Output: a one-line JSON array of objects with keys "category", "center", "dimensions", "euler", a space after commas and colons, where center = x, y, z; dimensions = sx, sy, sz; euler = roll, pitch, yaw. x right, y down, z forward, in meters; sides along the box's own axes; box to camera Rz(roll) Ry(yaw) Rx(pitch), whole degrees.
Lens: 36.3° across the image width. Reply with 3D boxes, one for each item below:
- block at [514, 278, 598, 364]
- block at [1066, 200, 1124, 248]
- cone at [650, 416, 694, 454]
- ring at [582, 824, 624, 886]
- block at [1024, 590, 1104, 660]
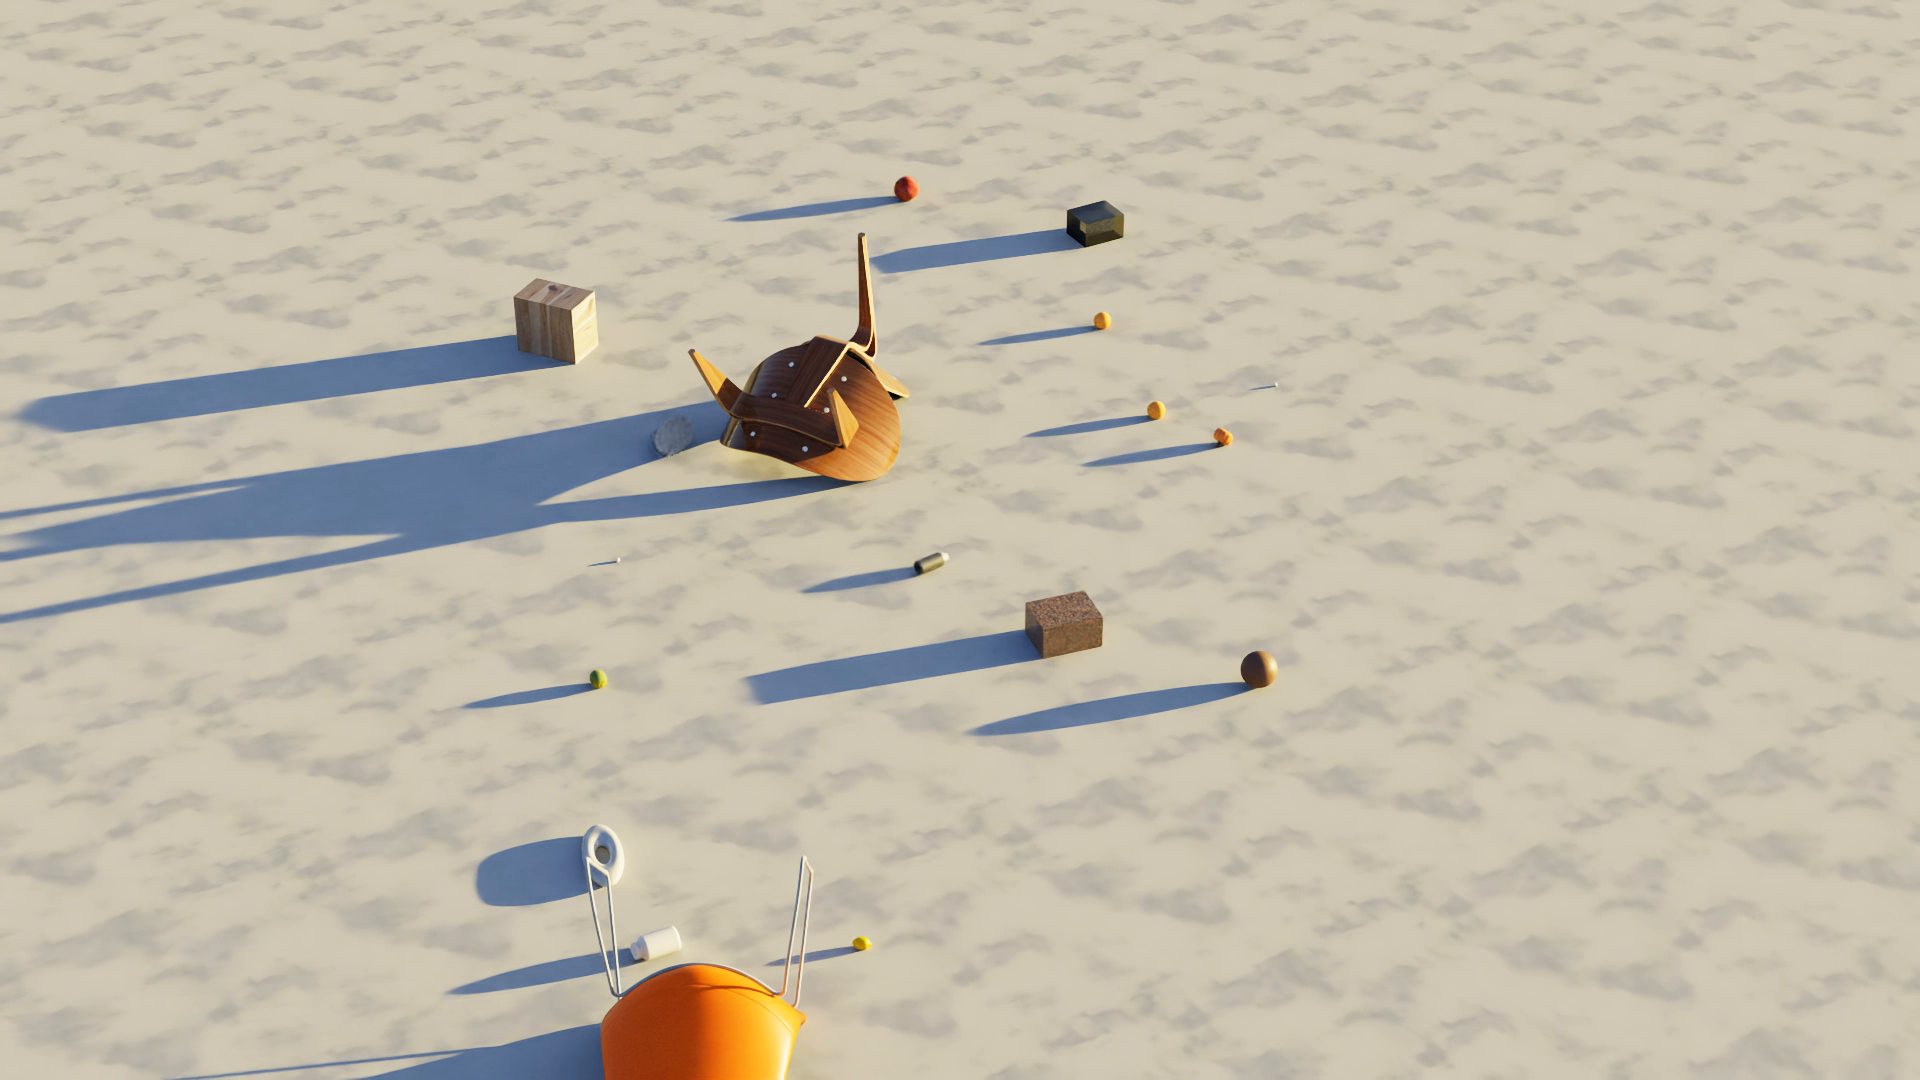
[{"category": "block", "center": [-1.665, -0.903, 12.085], "dimensions": [0.277, 0.252, 0.179], "euler": [14, 36, 20]}, {"category": "block", "center": [0.598, -1.398, 12.962], "dimensions": [0.197, 0.114, 0.161], "euler": [-17, 37, -24]}, {"category": "cone", "center": [-1.170, -0.411, 11.508], "dimensions": [0.193, 0.140, 0.165], "euler": [-35, 24, -35]}, {"category": "ring", "center": [-1.142, 1.008, 9.372], "dimensions": [0.133, 0.047, 0.309], "euler": [-8, 34, -10]}, {"category": "block", "center": [0.367, 0.299, 10.375], "dimensions": [0.225, 0.127, 0.177], "euler": [-11, 35, -17]}]
